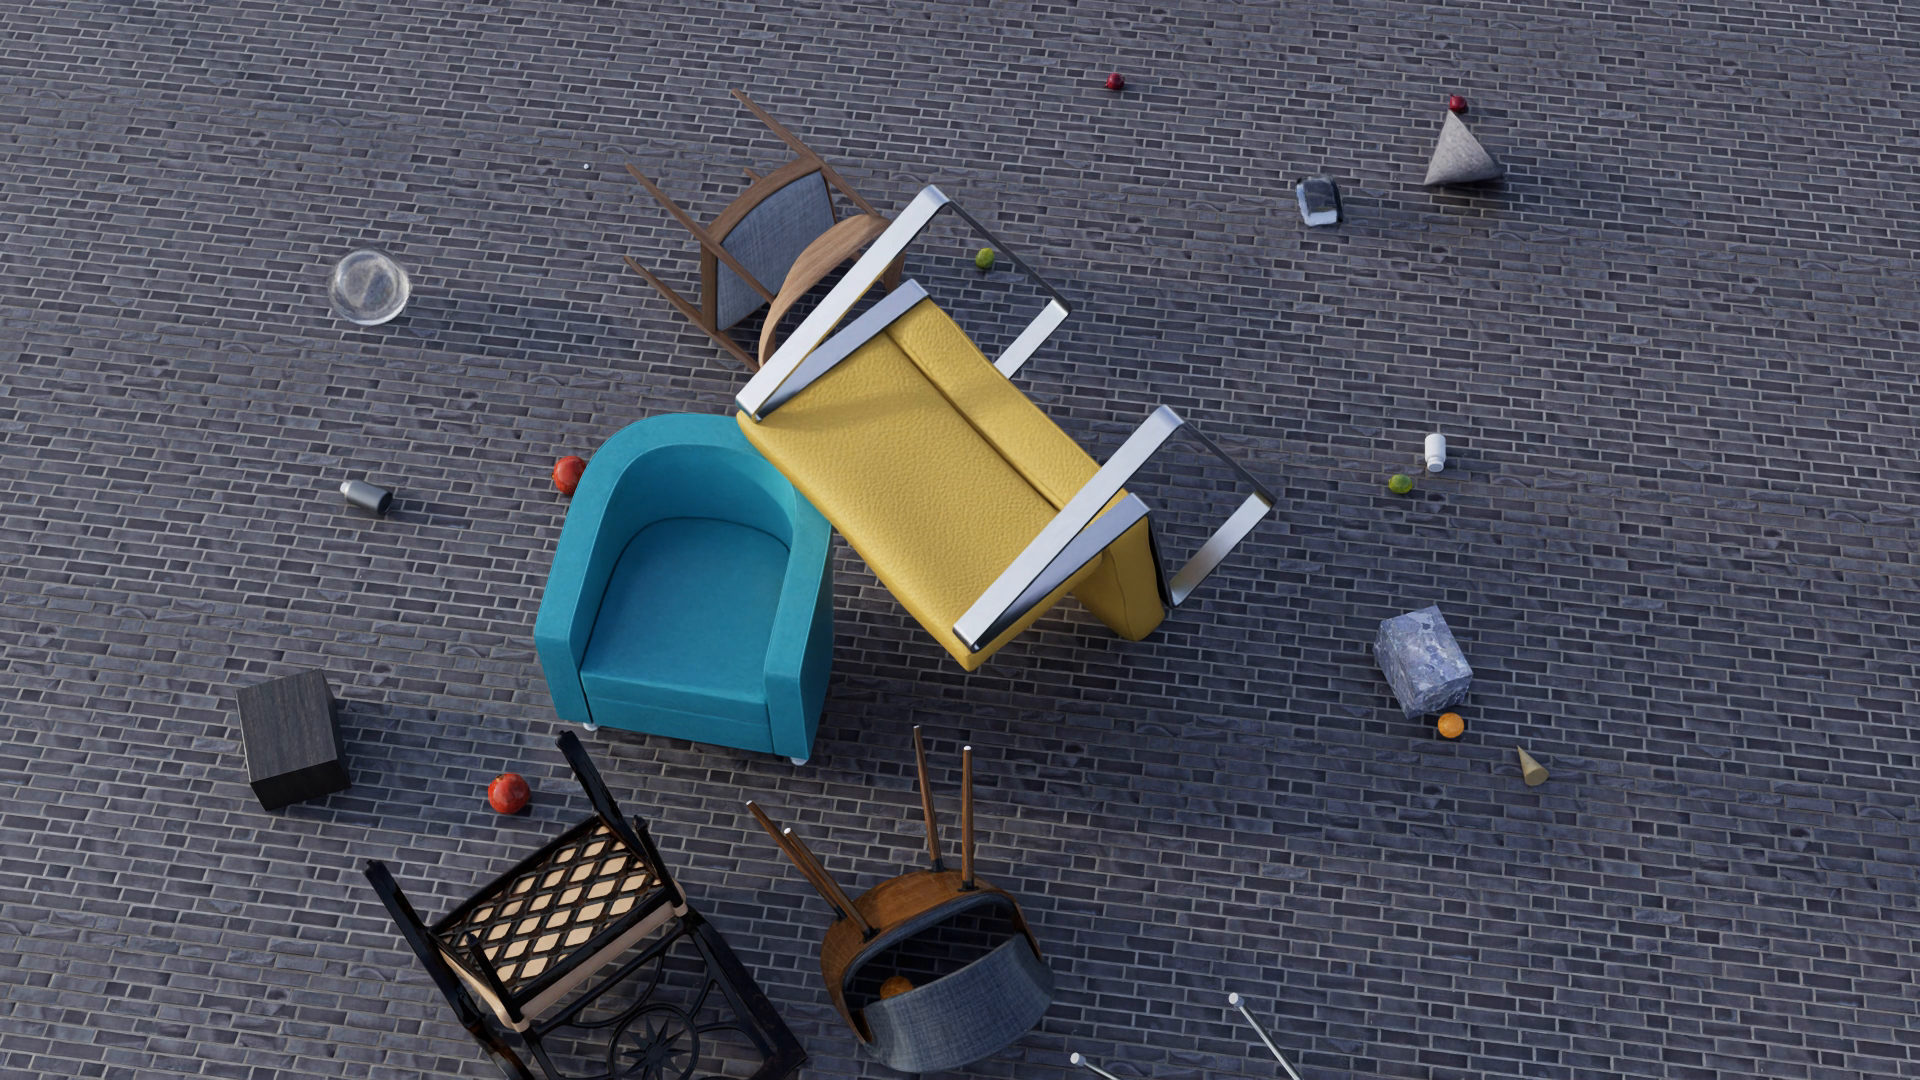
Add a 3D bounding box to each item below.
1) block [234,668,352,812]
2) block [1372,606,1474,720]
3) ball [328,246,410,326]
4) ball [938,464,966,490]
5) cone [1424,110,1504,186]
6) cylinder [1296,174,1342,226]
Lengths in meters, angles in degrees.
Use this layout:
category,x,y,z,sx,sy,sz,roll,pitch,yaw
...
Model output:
category,x,y,z,sx,sy,sz,roll,pitch,yaw
block,-1.850,0.553,6.101,0.238,0.169,0.301,-15,57,-10
block,1.311,0.347,6.244,0.173,0.161,0.239,-15,58,-10
ball,-1.872,-0.802,6.962,0.250,0.250,0.250,0,56,0
ball,-0.024,-0.188,6.653,0.080,0.080,0.080,0,56,0
cone,1.636,-1.252,7.343,0.219,0.273,0.314,-38,44,14
cylinder,1.187,-1.122,7.265,0.108,0.103,0.187,-7,59,-5
